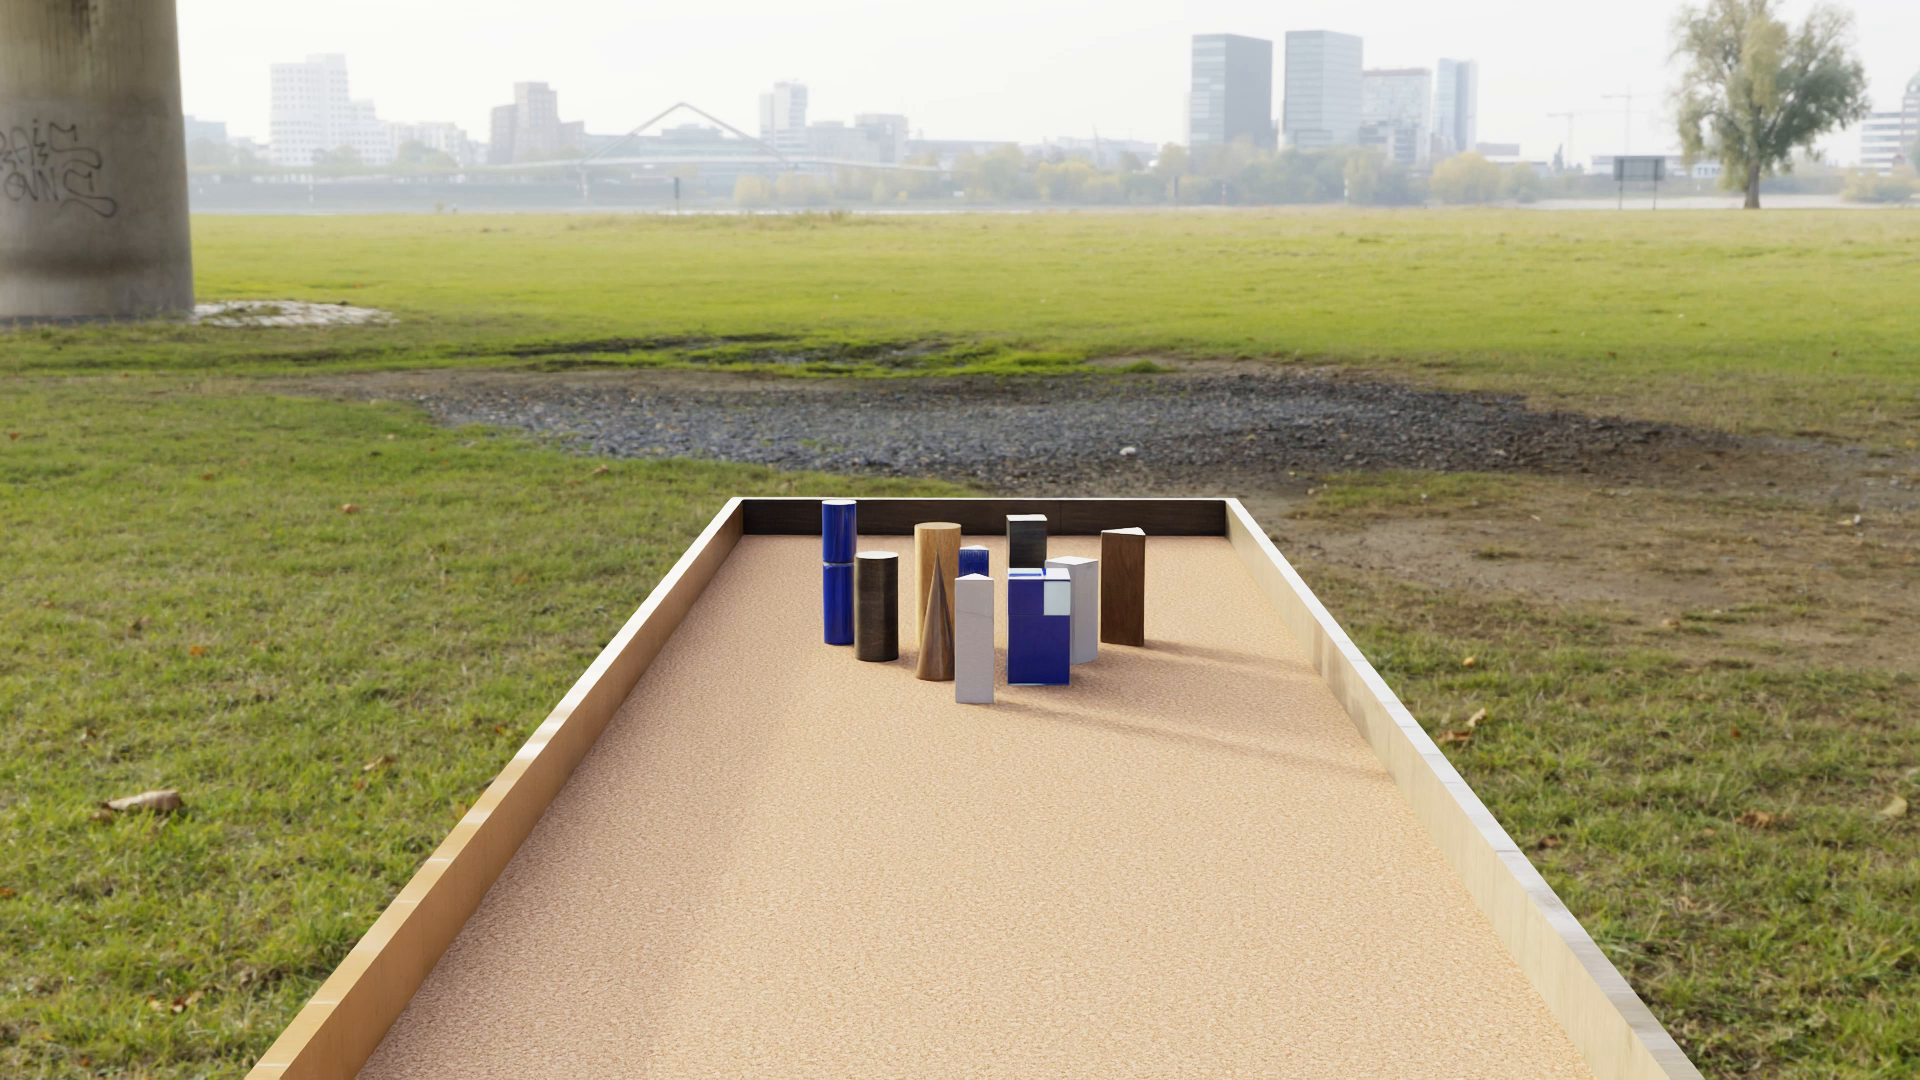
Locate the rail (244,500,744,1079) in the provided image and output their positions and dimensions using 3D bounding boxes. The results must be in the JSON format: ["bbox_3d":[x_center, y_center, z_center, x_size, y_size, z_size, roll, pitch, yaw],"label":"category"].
[{"bbox_3d":[-1.004,0.839,3.234,0.050,0.150,12.000,0,9,1],"label":"rail"}]

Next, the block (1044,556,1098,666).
[{"bbox_3d":[0.338,0.213,6.685,0.116,0.307,0.116,7,12,39],"label":"block"}]

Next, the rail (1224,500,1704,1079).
[{"bbox_3d":[1.046,0.843,3.208,0.050,0.150,12.000,0,9,1],"label":"rail"}]

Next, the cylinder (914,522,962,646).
[{"bbox_3d":[-0.069,0.141,6.918,0.145,0.376,0.145,0,9,0],"label":"cylinder"}]

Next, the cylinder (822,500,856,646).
[{"bbox_3d":[-0.378,0.102,6.931,0.108,0.448,0.108,0,9,0],"label":"cylinder"}]

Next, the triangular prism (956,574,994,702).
[{"bbox_3d":[0.041,0.274,6.160,0.107,0.350,0.093,0,9,1],"label":"triangular prism"}]

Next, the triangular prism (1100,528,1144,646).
[{"bbox_3d":[0.538,0.145,6.959,0.147,0.355,0.127,5,10,27],"label":"triangular prism"}]

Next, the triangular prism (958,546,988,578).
[{"bbox_3d":[0.047,0.192,6.688,0.091,0.347,0.079,1,9,9],"label":"triangular prism"}]

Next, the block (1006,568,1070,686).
[{"bbox_3d":[0.227,0.252,6.424,0.179,0.312,0.179,0,9,0],"label":"block"}]

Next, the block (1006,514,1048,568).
[{"bbox_3d":[0.209,0.128,6.920,0.118,0.401,0.118,0,9,-3],"label":"block"}]

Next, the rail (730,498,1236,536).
[{"bbox_3d":[0.099,-0.098,9.147,2.100,0.150,0.050,0,9,1],"label":"rail"}]

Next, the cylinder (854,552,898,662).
[{"bbox_3d":[-0.255,0.203,6.713,0.135,0.319,0.135,0,9,0],"label":"cylinder"}]

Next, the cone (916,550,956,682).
[{"bbox_3d":[-0.066,0.212,6.445,0.135,0.384,0.135,0,9,0],"label":"cone"}]
